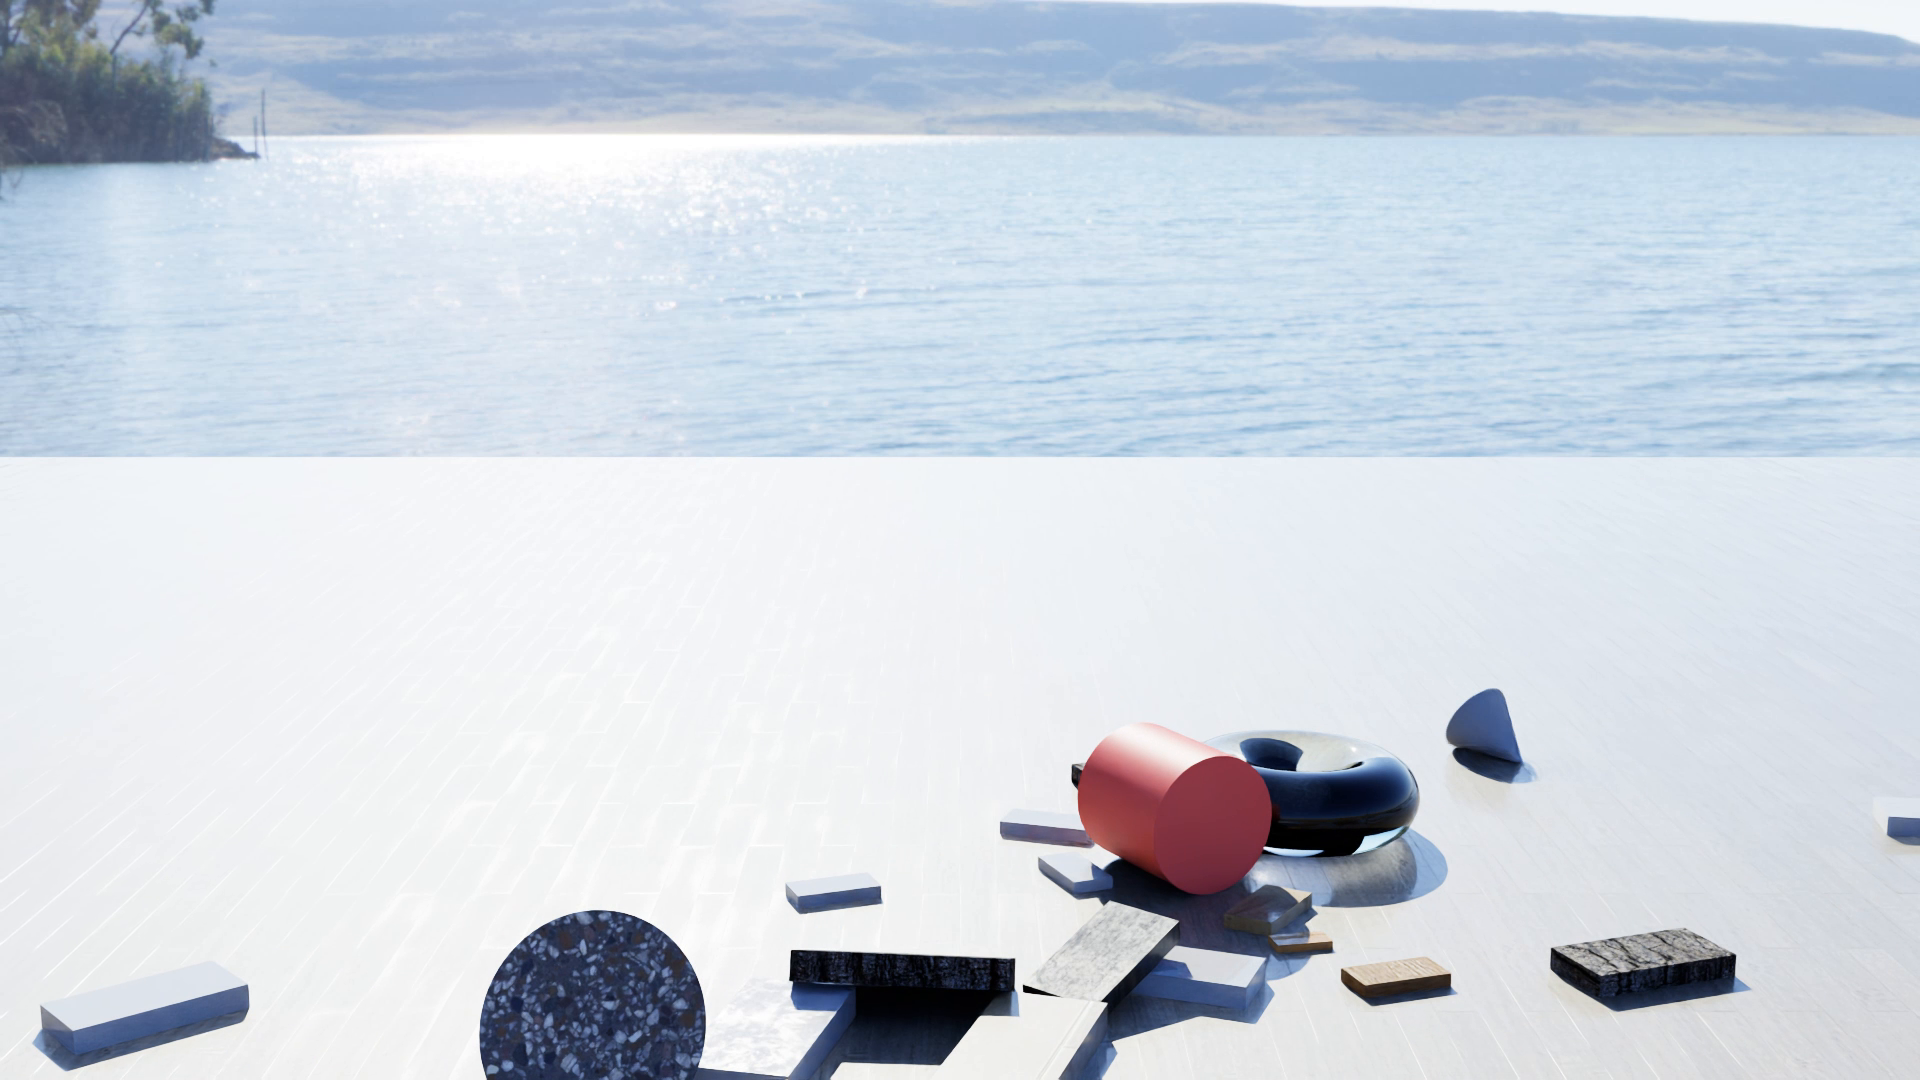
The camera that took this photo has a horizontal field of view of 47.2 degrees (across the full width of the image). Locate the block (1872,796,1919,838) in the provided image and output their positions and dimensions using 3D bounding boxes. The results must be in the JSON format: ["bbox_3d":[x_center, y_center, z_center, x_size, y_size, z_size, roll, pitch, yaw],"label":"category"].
[{"bbox_3d":[1.809,0.509,4.006,0.250,0.035,0.125,2,11,11],"label":"block"}]

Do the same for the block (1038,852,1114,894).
[{"bbox_3d":[0.196,0.566,3.744,0.072,0.021,0.145,-4,11,-22],"label":"block"}]

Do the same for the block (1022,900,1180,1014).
[{"bbox_3d":[0.210,0.621,3.236,0.122,0.035,0.244,11,28,33],"label":"block"}]

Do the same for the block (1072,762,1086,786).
[{"bbox_3d":[0.443,0.450,4.327,0.437,0.035,0.125,-4,11,-23],"label":"block"}]

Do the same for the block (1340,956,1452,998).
[{"bbox_3d":[0.650,0.652,3.280,0.145,0.021,0.072,-4,11,-19],"label":"block"}]

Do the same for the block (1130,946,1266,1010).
[{"bbox_3d":[0.322,0.645,3.280,0.244,0.035,0.122,4,11,21],"label":"block"}]

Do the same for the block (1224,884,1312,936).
[{"bbox_3d":[0.499,0.599,3.559,0.082,0.023,0.164,6,12,31],"label":"block"}]

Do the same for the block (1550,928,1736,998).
[{"bbox_3d":[1.031,0.637,3.321,0.244,0.035,0.122,-4,11,-20],"label":"block"}]

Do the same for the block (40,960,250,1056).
[{"bbox_3d":[-1.167,0.668,3.153,0.252,0.036,0.126,-9,14,-41],"label":"block"}]

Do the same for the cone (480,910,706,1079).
[{"bbox_3d":[-0.446,0.660,2.928,0.297,0.297,0.297,2,-16,9],"label":"cone"}]

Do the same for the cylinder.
[{"bbox_3d":[0.363,0.454,3.749,0.238,0.238,0.238,-6,12,-28],"label":"cylinder"}]

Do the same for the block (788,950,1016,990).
[{"bbox_3d":[-0.080,0.626,3.203,0.314,0.044,0.157,2,-10,5],"label":"block"}]

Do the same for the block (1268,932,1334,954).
[{"bbox_3d":[0.531,0.627,3.432,0.090,0.013,0.045,-2,11,-12],"label":"block"}]

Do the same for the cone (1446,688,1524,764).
[{"bbox_3d":[1.096,0.407,4.468,0.151,0.151,0.151,-7,39,-33],"label":"cone"}]

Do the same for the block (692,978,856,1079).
[{"bbox_3d":[-0.262,0.687,3.025,0.157,0.044,0.314,2,11,13],"label":"block"}]

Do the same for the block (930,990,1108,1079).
[{"bbox_3d":[0.065,0.708,2.914,0.157,0.044,0.443,3,11,18],"label":"block"}]

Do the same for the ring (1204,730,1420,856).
[{"bbox_3d":[0.607,0.455,3.991,0.448,0.149,0.448,1,9,0],"label":"ring"}]

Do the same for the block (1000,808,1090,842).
[{"bbox_3d":[0.163,0.518,3.993,0.164,0.023,0.082,4,11,18],"label":"block"}]

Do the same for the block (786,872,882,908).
[{"bbox_3d":[-0.211,0.582,3.656,0.145,0.021,0.072,-4,11,-21],"label":"block"}]
